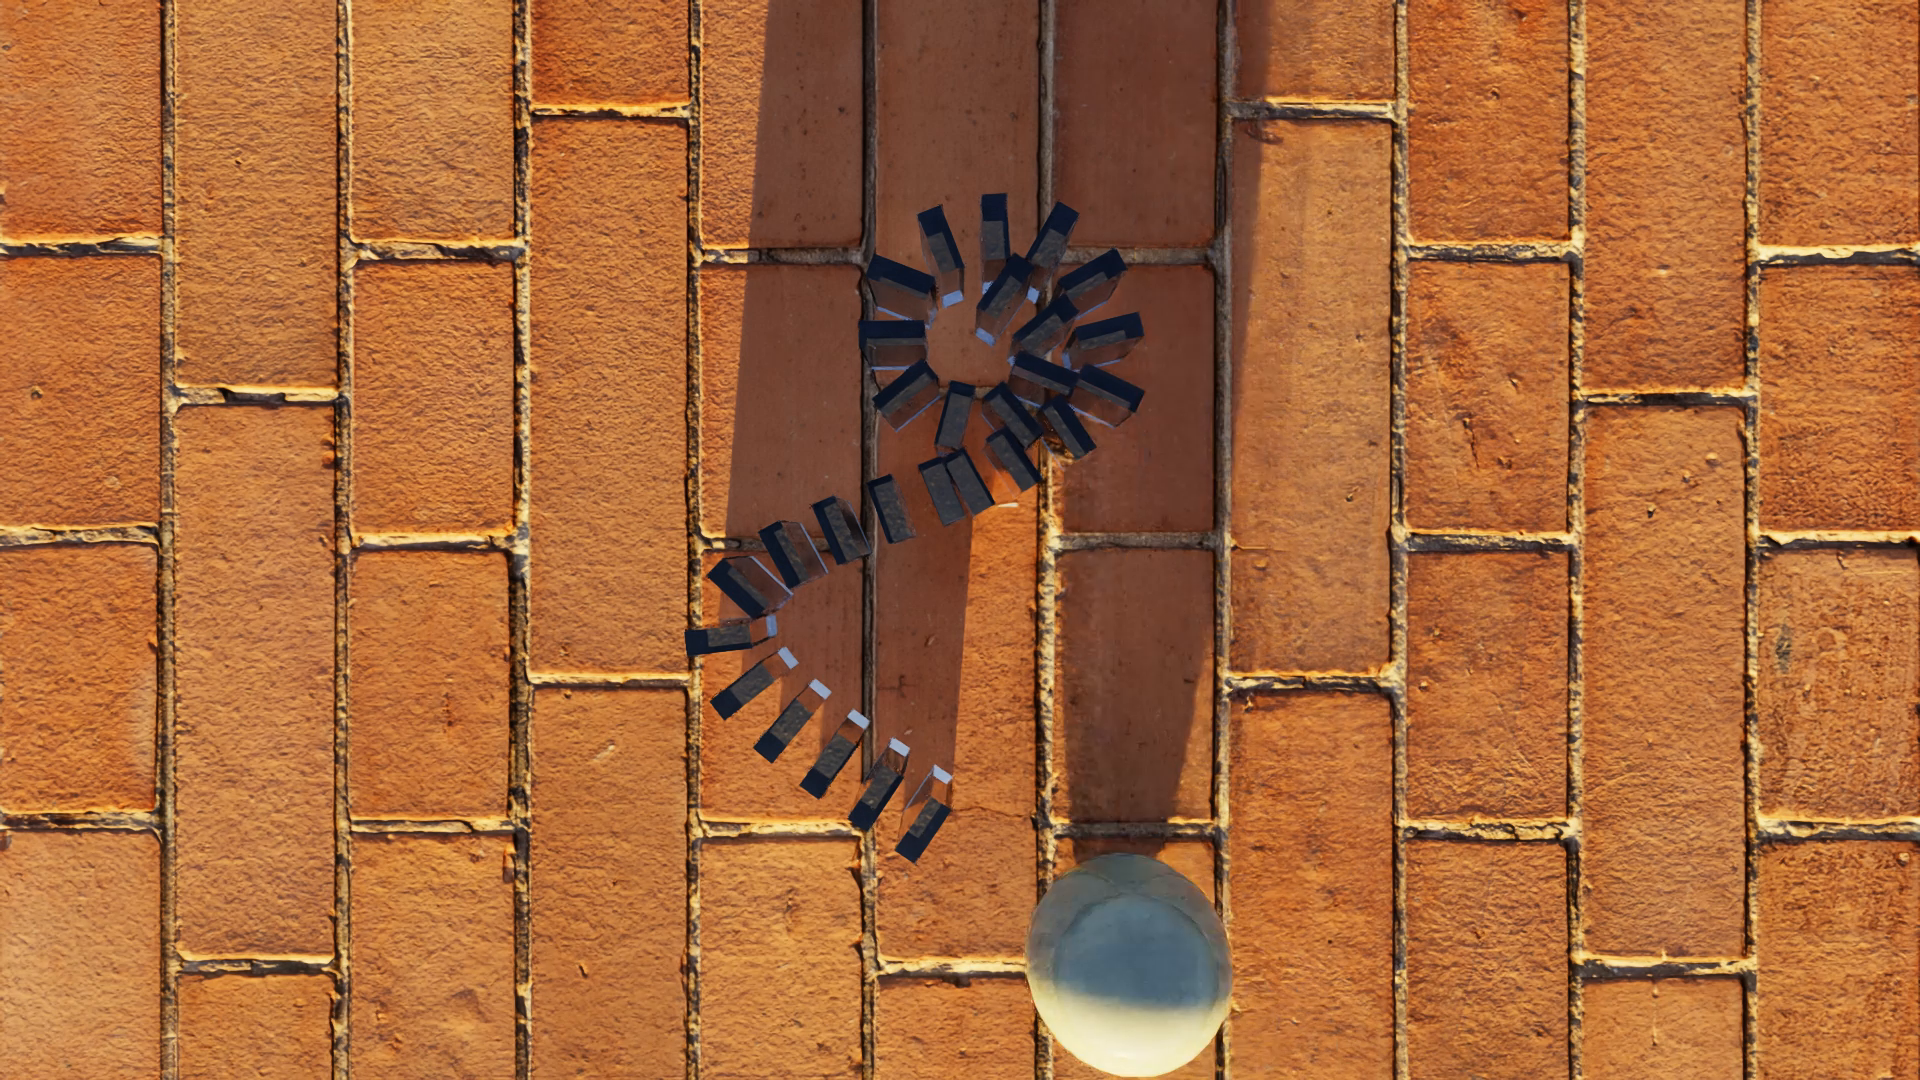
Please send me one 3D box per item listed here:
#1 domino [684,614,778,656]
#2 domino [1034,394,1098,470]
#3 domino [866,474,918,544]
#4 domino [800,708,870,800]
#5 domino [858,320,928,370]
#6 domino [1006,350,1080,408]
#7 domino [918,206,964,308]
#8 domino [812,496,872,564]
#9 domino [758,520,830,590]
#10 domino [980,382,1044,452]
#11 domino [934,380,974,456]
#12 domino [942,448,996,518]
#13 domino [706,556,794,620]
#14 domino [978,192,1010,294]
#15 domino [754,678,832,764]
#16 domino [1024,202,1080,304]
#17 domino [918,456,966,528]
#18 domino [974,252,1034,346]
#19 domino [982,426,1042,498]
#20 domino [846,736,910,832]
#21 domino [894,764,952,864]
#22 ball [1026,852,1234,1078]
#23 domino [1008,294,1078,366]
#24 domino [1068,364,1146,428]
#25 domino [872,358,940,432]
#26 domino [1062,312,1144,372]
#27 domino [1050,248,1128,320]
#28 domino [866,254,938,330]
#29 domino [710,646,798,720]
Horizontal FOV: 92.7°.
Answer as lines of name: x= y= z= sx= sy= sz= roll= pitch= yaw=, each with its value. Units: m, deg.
domino: x=-0.092 y=0.038 z=0.375 sx=0.025 sy=0.050 sz=0.010 roll=-7 pitch=90 yaw=0
domino: x=0.042 y=-0.043 z=0.375 sx=0.009 sy=0.050 sz=0.025 roll=-34 pitch=90 yaw=0
domino: x=-0.027 y=-0.012 z=0.375 sx=0.009 sy=0.050 sz=0.025 roll=-20 pitch=90 yaw=0
domino: x=-0.050 y=0.086 z=0.375 sx=0.010 sy=0.050 sz=0.025 roll=36 pitch=90 yaw=0
domino: x=-0.026 y=-0.079 z=0.375 sx=0.025 sy=0.050 sz=0.010 roll=-1 pitch=90 yaw=0
domino: x=0.033 y=-0.064 z=0.375 sx=0.025 sy=0.050 sz=0.009 roll=22 pitch=90 yaw=0
domino: x=-0.007 y=-0.115 z=0.375 sx=0.010 sy=0.050 sz=0.025 roll=-22 pitch=90 yaw=0
domino: x=-0.048 y=-0.004 z=0.375 sx=0.009 sy=0.050 sz=0.025 roll=-24 pitch=90 yaw=0
domino: x=-0.067 y=0.006 z=0.375 sx=0.009 sy=0.050 sz=0.025 roll=-29 pitch=90 yaw=0
domino: x=0.021 y=-0.048 z=0.375 sx=0.009 sy=0.050 sz=0.025 roll=-39 pitch=90 yaw=0
domino: x=-0.002 y=-0.048 z=0.375 sx=0.010 sy=0.050 sz=0.025 roll=15 pitch=90 yaw=0
domino: x=0.003 y=-0.022 z=0.375 sx=0.009 sy=0.050 sz=0.025 roll=-29 pitch=90 yaw=0
domino: x=-0.085 y=0.019 z=0.375 sx=0.025 sy=0.050 sz=0.010 roll=43 pitch=90 yaw=0
domino: x=0.014 y=-0.120 z=0.375 sx=0.009 sy=0.050 sz=0.025 roll=-4 pitch=90 yaw=0
domino: x=-0.068 y=0.073 z=0.375 sx=0.009 sy=0.050 sz=0.025 roll=40 pitch=90 yaw=0
domino: x=0.035 y=-0.116 z=0.375 sx=0.010 sy=0.050 sz=0.025 roll=30 pitch=90 yaw=0
domino: x=-0.007 y=-0.019 z=0.375 sx=0.009 sy=0.050 sz=0.025 roll=-23 pitch=90 yaw=0
domino: x=0.018 y=-0.097 z=0.375 sx=0.010 sy=0.050 sz=0.025 roll=36 pitch=90 yaw=0
domino: x=0.021 y=-0.031 z=0.375 sx=0.010 sy=0.050 sz=0.025 roll=-34 pitch=90 yaw=0
domino: x=-0.032 y=0.099 z=0.375 sx=0.010 sy=0.050 sz=0.025 roll=34 pitch=90 yaw=0
domino: x=-0.014 y=0.111 z=0.375 sx=0.009 sy=0.050 sz=0.025 roll=34 pitch=90 yaw=0
ball: x=0.066 y=0.165 z=0.360 sx=0.080 sy=0.080 sz=0.080 roll=0 pitch=90 yaw=0
domino: x=0.033 y=-0.083 z=0.375 sx=0.025 sy=0.050 sz=0.009 roll=-40 pitch=90 yaw=0
domino: x=0.058 y=-0.058 z=0.375 sx=0.025 sy=0.050 sz=0.009 roll=25 pitch=90 yaw=0
domino: x=-0.021 y=-0.058 z=0.375 sx=0.025 sy=0.050 sz=0.009 roll=-39 pitch=90 yaw=0
domino: x=0.057 y=-0.080 z=0.375 sx=0.025 sy=0.050 sz=0.009 roll=-14 pitch=90 yaw=0
domino: x=0.051 y=-0.102 z=0.375 sx=0.025 sy=0.050 sz=0.009 roll=-29 pitch=90 yaw=0
domino: x=-0.023 y=-0.101 z=0.375 sx=0.025 sy=0.050 sz=0.010 roll=21 pitch=90 yaw=0
domino: x=-0.083 y=0.058 z=0.375 sx=0.025 sy=0.050 sz=0.009 roll=-38 pitch=90 yaw=0
